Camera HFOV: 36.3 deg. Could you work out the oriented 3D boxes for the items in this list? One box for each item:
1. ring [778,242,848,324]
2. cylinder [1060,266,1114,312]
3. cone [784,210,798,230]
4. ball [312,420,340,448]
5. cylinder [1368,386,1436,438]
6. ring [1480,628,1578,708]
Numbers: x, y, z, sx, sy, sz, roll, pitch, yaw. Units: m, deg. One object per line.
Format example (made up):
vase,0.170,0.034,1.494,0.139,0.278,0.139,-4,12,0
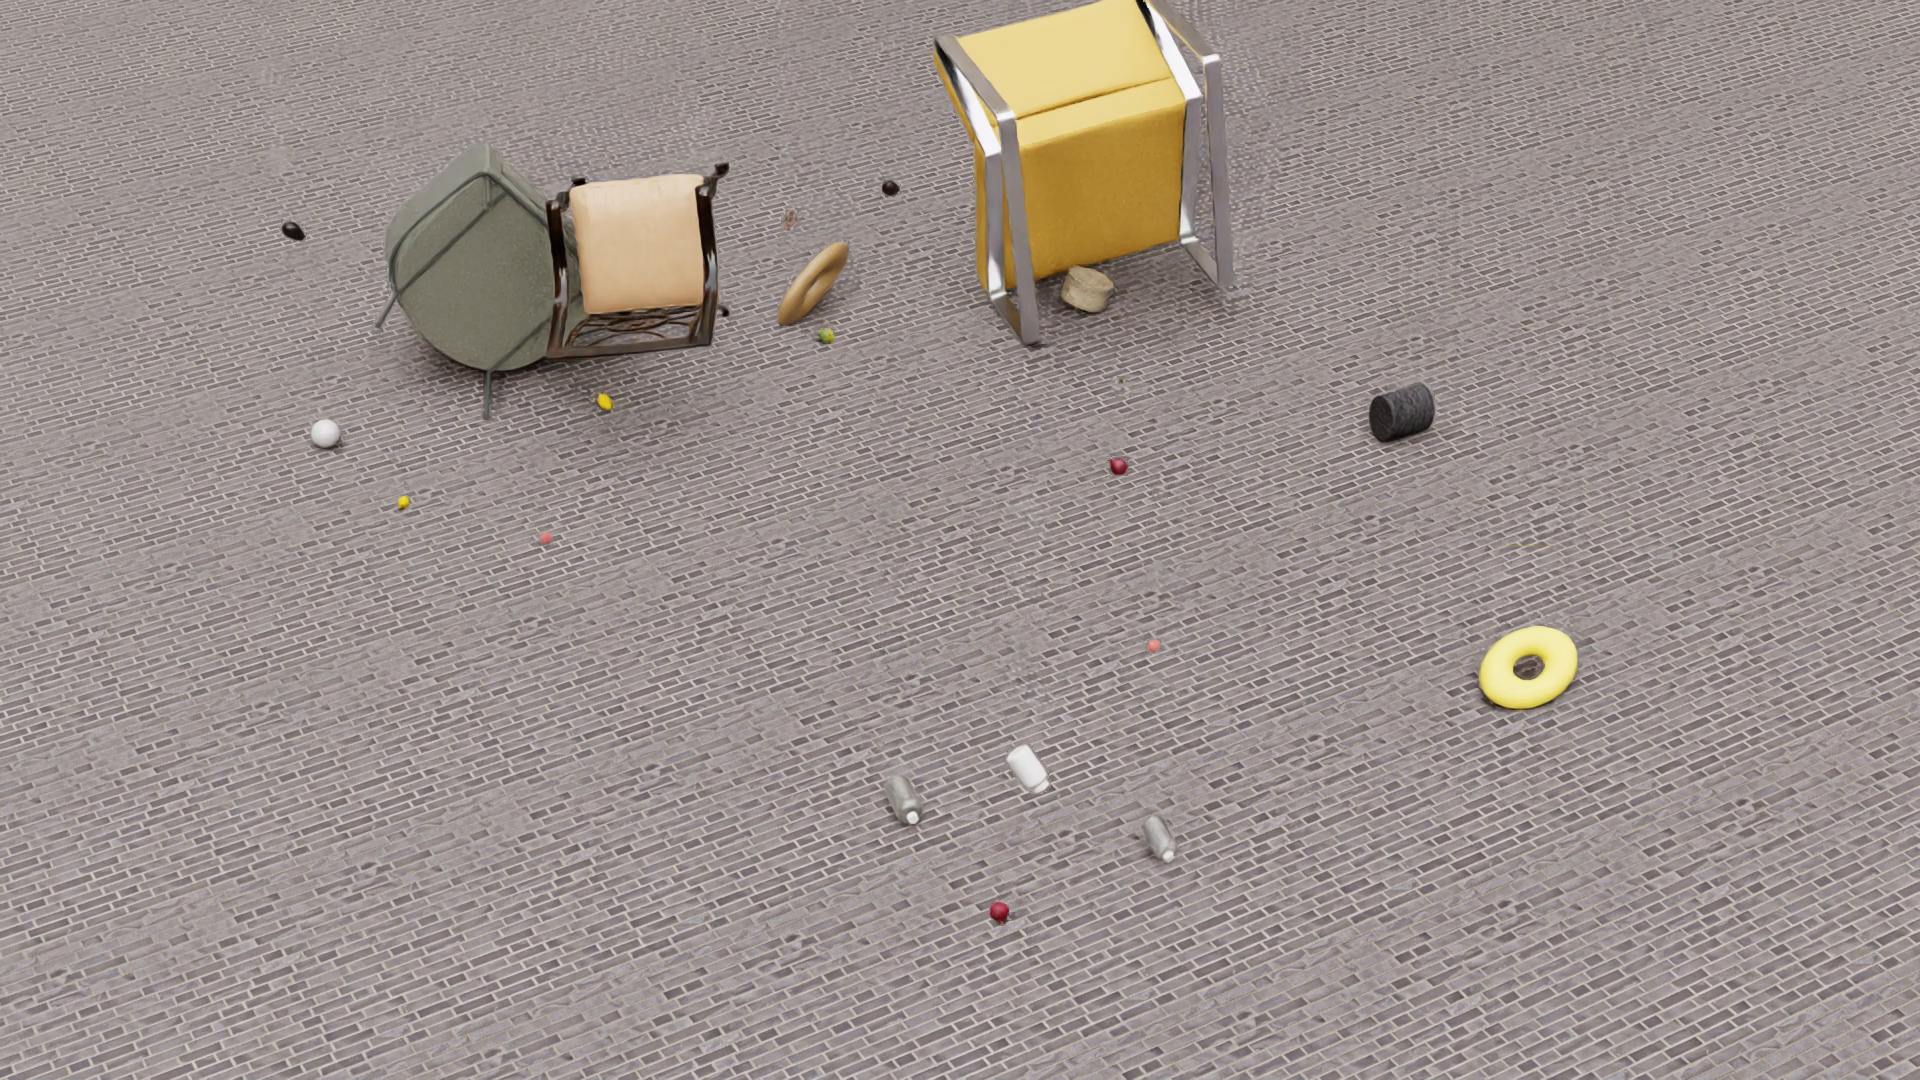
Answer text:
ring,-0.614,-1.083,12.332,0.064,0.237,0.473,31,66,19
cylinder,0.537,-1.059,12.395,0.201,0.109,0.210,29,27,16
cone,-0.694,-1.290,11.753,0.058,0.087,0.056,8,14,-37
ball,-2.482,-0.417,11.475,0.112,0.112,0.112,0,33,0
cylinder,1.736,-0.501,11.523,0.198,0.201,0.155,-9,49,-22
ring,1.960,0.440,10.111,0.379,0.092,0.271,-28,71,-17
